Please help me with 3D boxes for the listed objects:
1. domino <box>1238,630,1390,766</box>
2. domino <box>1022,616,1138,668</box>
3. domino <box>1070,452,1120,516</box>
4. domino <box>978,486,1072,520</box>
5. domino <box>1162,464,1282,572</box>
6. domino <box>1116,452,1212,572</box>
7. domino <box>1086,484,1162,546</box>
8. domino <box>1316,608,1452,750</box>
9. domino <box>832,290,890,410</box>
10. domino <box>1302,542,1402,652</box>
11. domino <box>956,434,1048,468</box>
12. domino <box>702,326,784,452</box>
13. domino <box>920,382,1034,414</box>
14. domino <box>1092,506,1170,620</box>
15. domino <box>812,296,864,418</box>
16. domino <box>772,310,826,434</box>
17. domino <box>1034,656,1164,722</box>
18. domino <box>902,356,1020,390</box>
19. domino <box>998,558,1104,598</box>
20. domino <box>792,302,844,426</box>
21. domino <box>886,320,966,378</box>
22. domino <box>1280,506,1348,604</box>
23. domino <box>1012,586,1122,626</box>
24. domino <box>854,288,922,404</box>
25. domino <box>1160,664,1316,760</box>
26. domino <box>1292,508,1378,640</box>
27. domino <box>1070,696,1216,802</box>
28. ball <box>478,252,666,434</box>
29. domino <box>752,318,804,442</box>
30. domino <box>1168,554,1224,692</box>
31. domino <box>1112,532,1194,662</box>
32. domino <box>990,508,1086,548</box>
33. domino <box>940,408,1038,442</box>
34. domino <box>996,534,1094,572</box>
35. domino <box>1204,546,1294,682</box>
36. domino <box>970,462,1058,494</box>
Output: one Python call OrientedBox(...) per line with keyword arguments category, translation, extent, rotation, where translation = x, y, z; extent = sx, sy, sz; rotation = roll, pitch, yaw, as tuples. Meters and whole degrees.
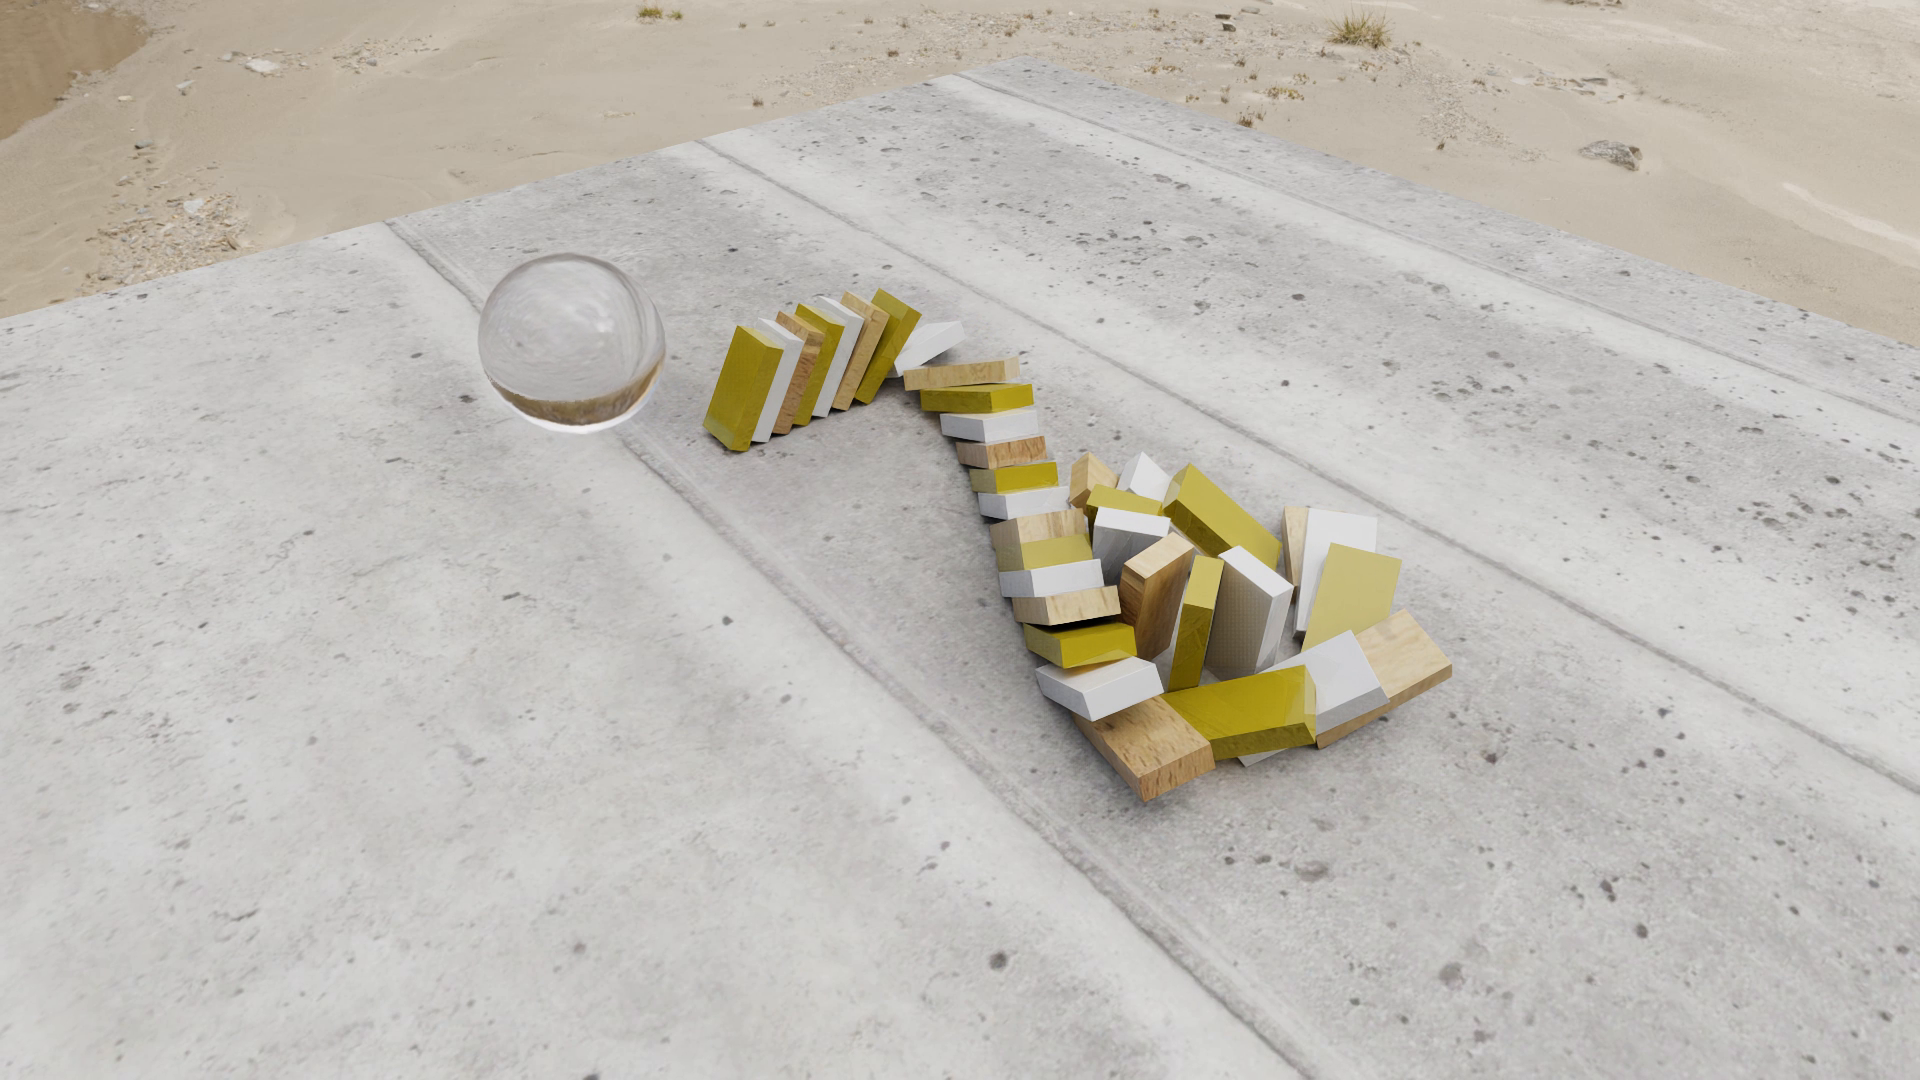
OrientedBox(category="domino", translation=(0.111, 0.052, 0.360), extent=(0.050, 0.009, 0.025), rotation=(-29, 38, 16))
OrientedBox(category="domino", translation=(0.040, 0.034, 0.380), extent=(0.025, 0.009, 0.050), rotation=(-9, 4, -10))
OrientedBox(category="domino", translation=(0.064, -0.010, 0.431), extent=(0.050, 0.009, 0.025), rotation=(38, 34, -20))
OrientedBox(category="domino", translation=(0.025, -0.016, 0.441), extent=(0.025, 0.009, 0.050), rotation=(-9, 5, -10))
OrientedBox(category="domino", translation=(0.102, -0.005, 0.428), extent=(0.050, 0.010, 0.025), rotation=(40, 43, -8))
OrientedBox(category="domino", translation=(0.083, -0.009, 0.431), extent=(0.050, 0.010, 0.025), rotation=(41, 41, -13))
OrientedBox(category="domino", translation=(0.062, 0.000, 0.411), extent=(0.025, 0.050, 0.009), rotation=(17, 62, 20))
OrientedBox(category="domino", translation=(0.135, 0.046, 0.369), extent=(0.050, 0.009, 0.025), rotation=(-30, 50, 2))
OrientedBox(category="domino", translation=(-0.054, -0.090, 0.524), extent=(0.009, 0.050, 0.025), rotation=(8, 24, -48))
OrientedBox(category="domino", translation=(0.138, 0.028, 0.391), extent=(0.025, 0.009, 0.050), rotation=(15, 70, 18))
OrientedBox(category="domino", translation=(0.017, -0.039, 0.471), extent=(0.025, 0.009, 0.050), rotation=(-11, 9, -13))
OrientedBox(category="domino", translation=(-0.098, -0.068, 0.496), extent=(0.009, 0.050, 0.025), rotation=(3, 27, -48))
OrientedBox(category="domino", translation=(0.007, -0.066, 0.505), extent=(0.025, 0.010, 0.050), rotation=(-17, 17, -37))
OrientedBox(category="domino", translation=(0.060, 0.011, 0.397), extent=(0.025, 0.050, 0.009), rotation=(10, 47, 12))
OrientedBox(category="domino", translation=(-0.065, -0.086, 0.518), extent=(0.010, 0.050, 0.025), rotation=(3, 27, -48))
OrientedBox(category="domino", translation=(-0.081, -0.077, 0.507), extent=(0.009, 0.050, 0.025), rotation=(3, 27, -48))
OrientedBox(category="domino", translation=(0.045, 0.046, 0.363), extent=(0.025, 0.010, 0.050), rotation=(-20, 6, -12))
OrientedBox(category="domino", translation=(0.001, -0.080, 0.524), extent=(0.050, 0.010, 0.025), rotation=(-3, 14, 19))
OrientedBox(category="domino", translation=(0.032, 0.014, 0.402), extent=(0.025, 0.009, 0.050), rotation=(-9, -1, -11))
OrientedBox(category="domino", translation=(-0.073, -0.082, 0.513), extent=(0.009, 0.050, 0.025), rotation=(3, 27, -48))
OrientedBox(category="domino", translation=(-0.023, -0.096, 0.553), extent=(0.025, 0.010, 0.050), rotation=(6, 33, 45))
OrientedBox(category="domino", translation=(0.142, 0.006, 0.436), extent=(0.025, 0.009, 0.050), rotation=(6, 40, 7))
OrientedBox(category="domino", translation=(0.037, 0.023, 0.391), extent=(0.025, 0.010, 0.050), rotation=(-9, -1, -11))
OrientedBox(category="domino", translation=(-0.041, -0.093, 0.530), extent=(0.025, 0.050, 0.009), rotation=(39, 12, 37))
OrientedBox(category="domino", translation=(0.088, 0.057, 0.354), extent=(0.050, 0.010, 0.025), rotation=(-17, 31, 29))
OrientedBox(category="domino", translation=(0.140, 0.014, 0.410), extent=(0.025, 0.009, 0.050), rotation=(9, 66, 11))
OrientedBox(category="domino", translation=(0.057, 0.062, 0.353), extent=(0.025, 0.009, 0.050), rotation=(-22, 26, -12))
OrientedBox(category="ball", translation=(-0.174, -0.088, 0.495), extent=(0.080, 0.080, 0.080), rotation=(0, 39, 0))
OrientedBox(category="domino", translation=(-0.090, -0.073, 0.502), extent=(0.009, 0.050, 0.025), rotation=(3, 27, -48))
OrientedBox(category="domino", translation=(0.079, 0.033, 0.372), extent=(0.009, 0.050, 0.025), rotation=(12, 41, 14))
OrientedBox(category="domino", translation=(0.065, 0.023, 0.382), extent=(0.025, 0.050, 0.009), rotation=(-29, 51, -31))
OrientedBox(category="domino", translation=(0.029, -0.004, 0.424), extent=(0.025, 0.010, 0.050), rotation=(-9, -1, -10))
OrientedBox(category="domino", translation=(0.012, -0.052, 0.488), extent=(0.025, 0.009, 0.050), rotation=(-12, 13, -20))
OrientedBox(category="domino", translation=(0.030, 0.005, 0.411), extent=(0.025, 0.010, 0.050), rotation=(-9, -1, -9))
OrientedBox(category="domino", translation=(0.097, 0.029, 0.376), extent=(0.009, 0.050, 0.025), rotation=(-22, 44, -25))
OrientedBox(category="domino", translation=(0.021, -0.026, 0.454), extent=(0.025, 0.010, 0.050), rotation=(-9, 6, -10))
